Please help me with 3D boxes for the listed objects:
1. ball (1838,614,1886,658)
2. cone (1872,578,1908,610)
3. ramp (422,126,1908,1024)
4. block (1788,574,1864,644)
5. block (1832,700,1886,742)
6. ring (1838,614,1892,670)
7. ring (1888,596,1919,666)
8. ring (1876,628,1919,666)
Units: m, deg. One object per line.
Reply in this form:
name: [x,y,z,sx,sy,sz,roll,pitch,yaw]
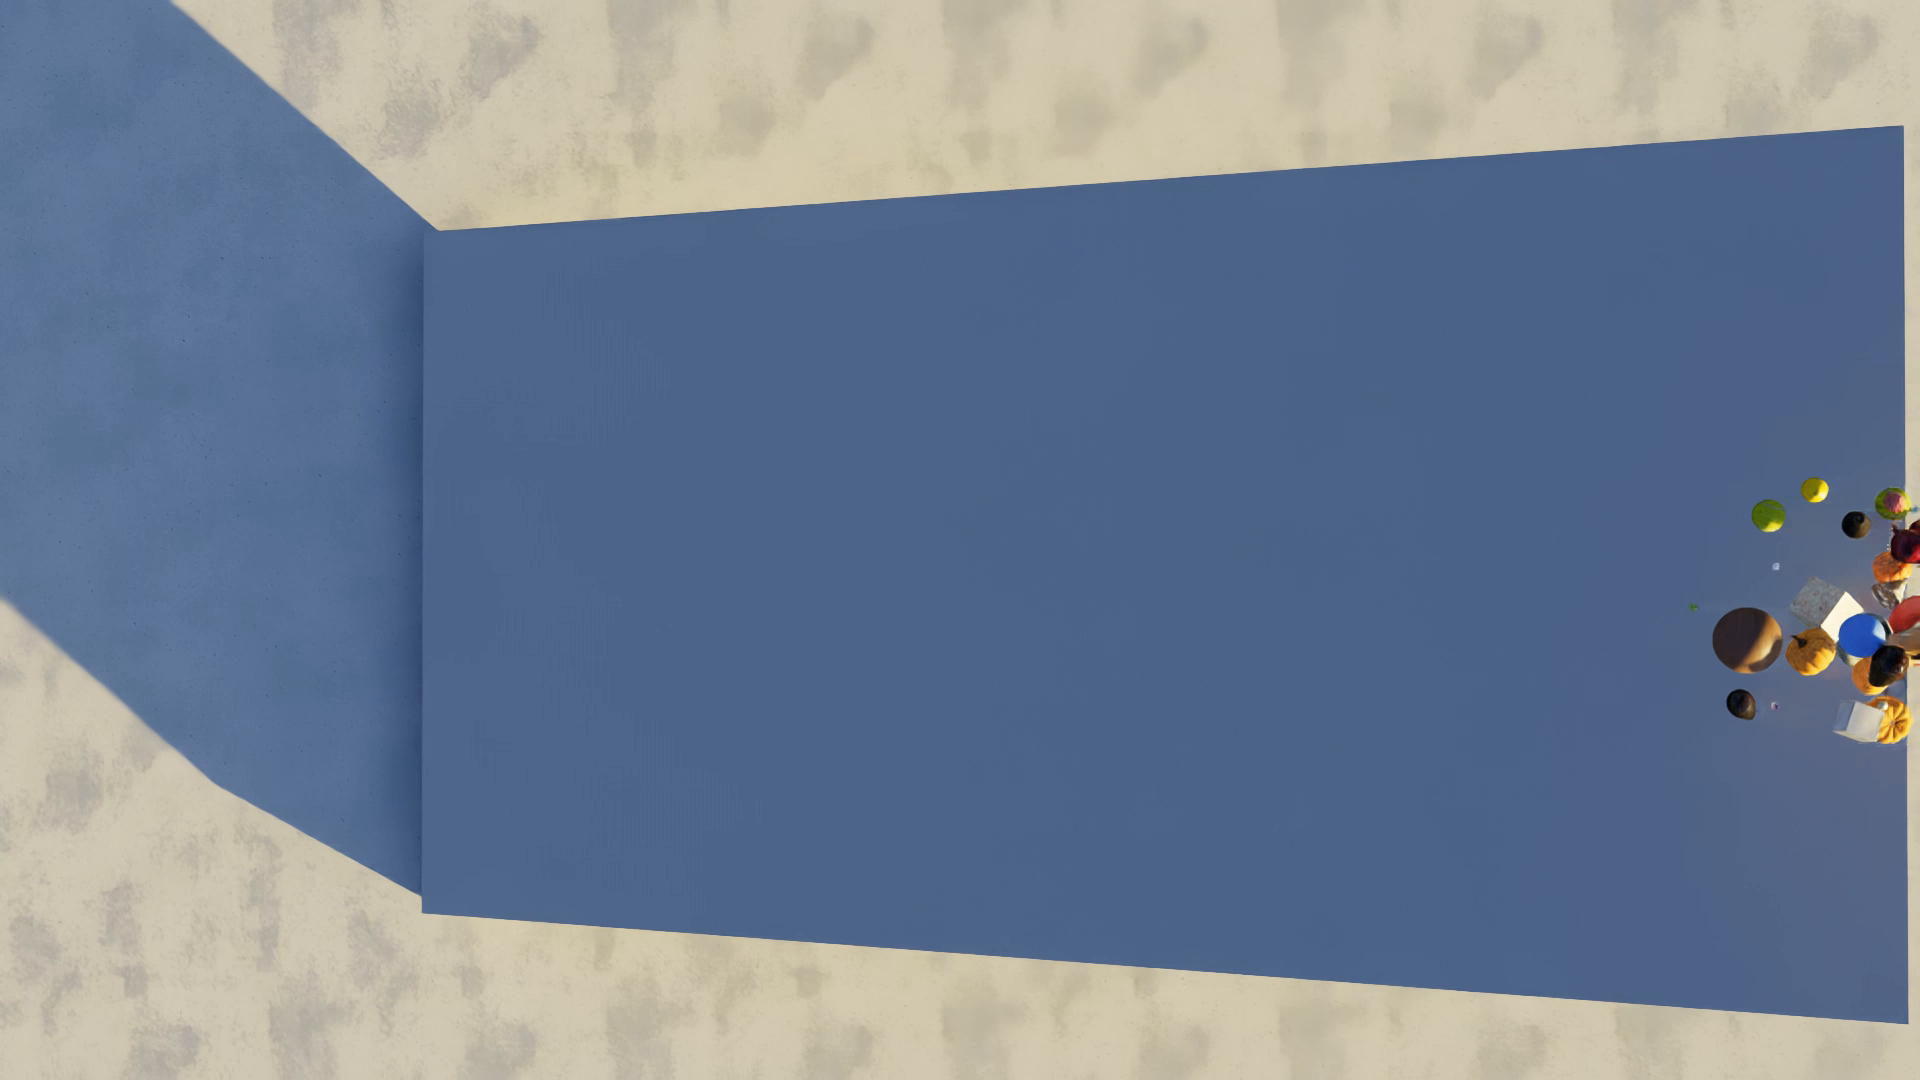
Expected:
ball: [1.621,0.172,3.953,0.079,0.079,0.079,0,89,0]
cone: [1.950,0.099,4.578,0.069,0.069,0.069,-38,89,-14]
ramp: [0.283,0.085,5.718,4.000,0.100,2.000,0,89,23]
block: [1.867,0.149,4.745,0.091,0.091,0.091,33,94,-38]
block: [1.629,0.329,3.987,0.058,0.058,0.058,20,84,-1]
ring: [1.802,0.202,4.378,0.118,0.039,0.118,-5,108,-14]
ring: [1.928,0.182,4.384,0.150,0.050,0.150,11,109,34]
ring: [1.861,0.209,4.306,0.134,0.134,0.045,-11,65,0]
